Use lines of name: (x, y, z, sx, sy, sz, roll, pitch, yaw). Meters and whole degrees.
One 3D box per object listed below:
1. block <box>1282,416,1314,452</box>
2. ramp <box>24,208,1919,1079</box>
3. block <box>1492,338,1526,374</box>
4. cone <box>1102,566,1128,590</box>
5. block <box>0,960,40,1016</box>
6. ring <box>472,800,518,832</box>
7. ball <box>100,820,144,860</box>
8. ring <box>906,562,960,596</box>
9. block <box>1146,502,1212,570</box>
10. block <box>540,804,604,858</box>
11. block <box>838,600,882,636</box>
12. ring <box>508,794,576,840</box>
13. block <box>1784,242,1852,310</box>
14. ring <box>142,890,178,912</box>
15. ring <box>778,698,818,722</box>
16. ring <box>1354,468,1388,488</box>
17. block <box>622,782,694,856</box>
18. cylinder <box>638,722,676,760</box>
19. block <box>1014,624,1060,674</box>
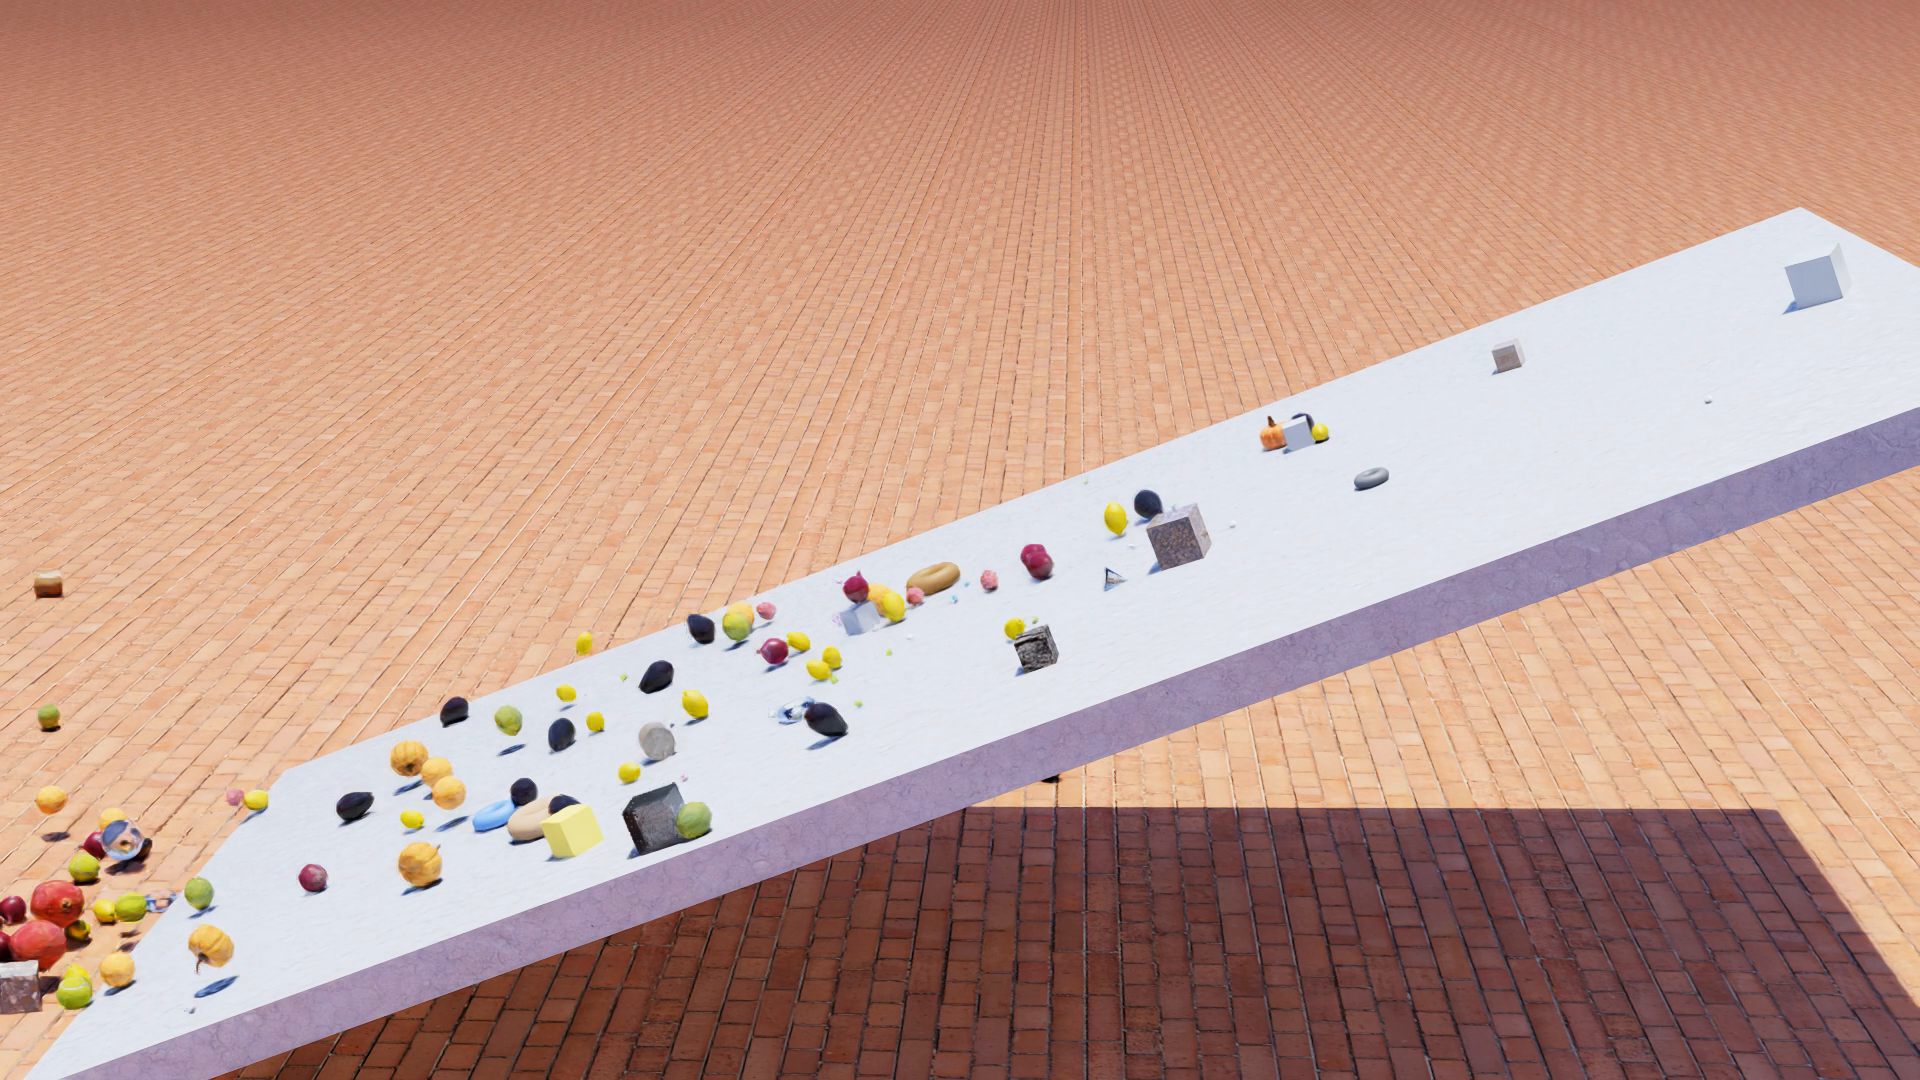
block: (0.760, -0.238, 6.609, 0.057, 0.057, 0.057, -20, 12, 10)
ramp: (0.121, 0.175, 6.293, 4.000, 0.100, 2.000, -20, 12, 7)
block: (1.224, -0.411, 6.561, 0.054, 0.054, 0.054, -16, 13, 25)
cone: (0.322, 0.081, 6.050, 0.050, 0.050, 0.050, 5, 13, -4)
block: (-1.990, 0.946, 6.214, 0.084, 0.084, 0.084, -4, 14, -15)
ring: (-0.968, 0.574, 6.128, 0.102, 0.034, 0.102, -21, 13, 5)
ball: (-2.003, 0.717, 7.031, 0.098, 0.098, 0.098, 0, 13, 0)
ring: (-0.062, 0.090, 6.650, 0.130, 0.043, 0.130, -20, 12, 4)
block: (0.450, -0.007, 6.037, 0.094, 0.094, 0.094, -17, 12, 20)
block: (-0.750, 0.563, 5.684, 0.075, 0.075, 0.075, -31, 15, -36)
block: (-0.222, 0.171, 6.531, 0.058, 0.058, 0.058, -31, 15, -38)
ring: (-0.842, 0.559, 5.934, 0.149, 0.050, 0.149, -20, 12, 4)
block: (1.774, -0.546, 6.077, 0.095, 0.095, 0.095, -14, 14, 33)
ring: (-1.847, 0.834, 6.801, 0.088, 0.029, 0.088, 1, 15, 0)
ring: (-0.333, 0.348, 6.015, 0.087, 0.029, 0.087, -20, 13, 5)
ring: (0.845, -0.127, 6.041, 0.075, 0.025, 0.075, -20, 13, 5)
block: (-0.564, 0.522, 5.496, 0.090, 0.090, 0.090, -19, 12, 12)
cylinder: (-0.632, 0.418, 6.127, 0.069, 0.069, 0.069, -3, 8, -14)
block: (0.148, 0.211, 5.680, 0.064, 0.064, 0.064, -19, 12, 12)
